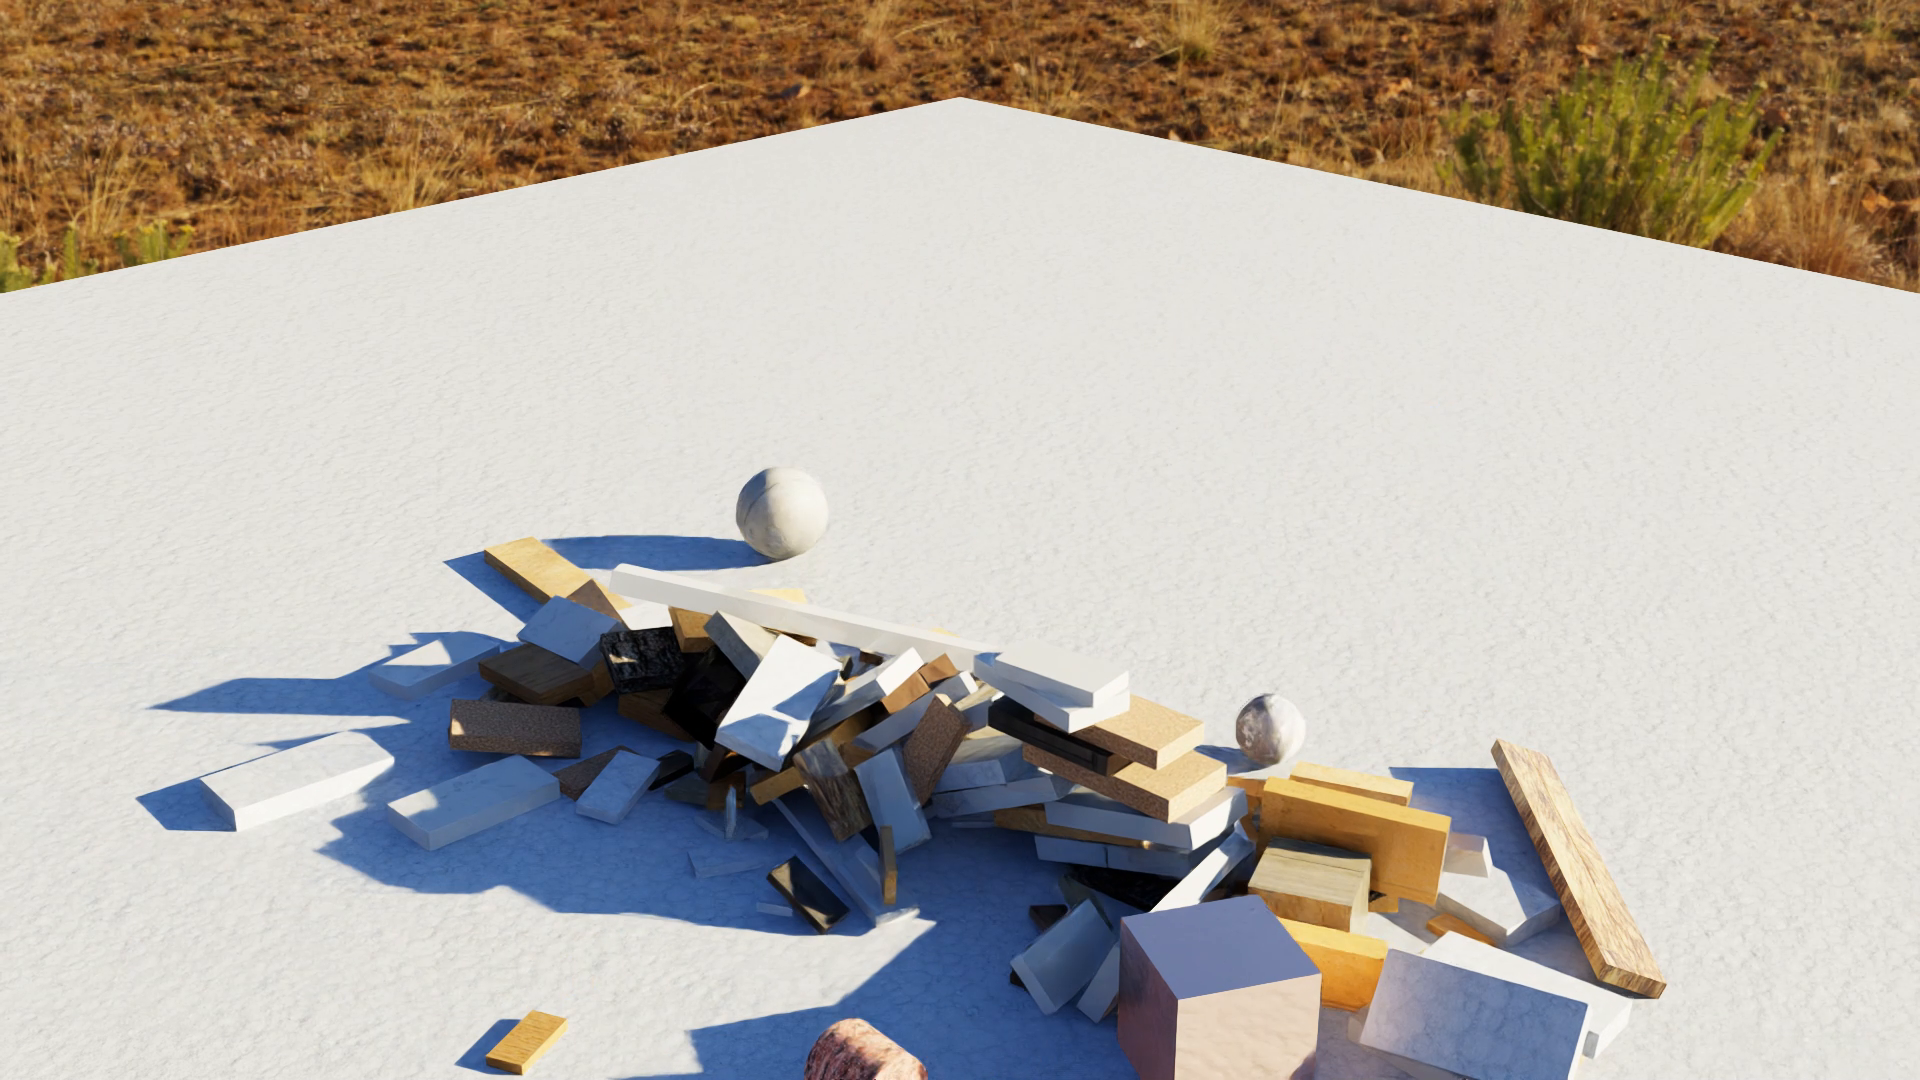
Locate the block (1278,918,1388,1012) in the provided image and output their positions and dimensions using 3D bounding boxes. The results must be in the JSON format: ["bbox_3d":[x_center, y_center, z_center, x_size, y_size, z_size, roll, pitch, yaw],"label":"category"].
[{"bbox_3d":[0.574,0.726,3.804,0.302,0.151,0.043,11,40,8],"label":"block"}]

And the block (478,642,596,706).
[{"bbox_3d":[-0.941,0.300,4.882,0.135,0.038,0.270,-22,27,-36],"label":"block"}]

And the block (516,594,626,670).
[{"bbox_3d":[-0.885,0.213,4.998,0.270,0.038,0.135,17,57,47],"label":"block"}]

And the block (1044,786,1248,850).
[{"bbox_3d":[0.346,0.498,4.111,0.346,0.049,0.173,4,20,43],"label":"block"}]

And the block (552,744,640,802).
[{"bbox_3d":[-0.751,0.485,4.584,0.186,0.026,0.093,-21,31,-40],"label":"block"}]

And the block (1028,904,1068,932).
[{"bbox_3d":[0.182,0.708,4.035,0.069,0.020,0.139,2,15,-19],"label":"block"}]

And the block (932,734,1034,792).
[{"bbox_3d":[0.011,0.444,4.365,0.346,0.049,0.173,-13,8,43],"label":"block"}]

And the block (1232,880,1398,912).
[{"bbox_3d":[0.670,0.638,4.145,0.302,0.043,0.151,-2,28,11],"label":"block"}]

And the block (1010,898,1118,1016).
[{"bbox_3d":[0.190,0.736,3.893,0.032,0.113,0.225,-37,-5,40],"label":"block"}]

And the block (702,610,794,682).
[{"bbox_3d":[-0.398,0.256,4.677,0.173,0.049,0.347,47,8,25],"label":"block"}]

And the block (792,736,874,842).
[{"bbox_3d":[-0.246,0.487,4.293,0.027,0.190,0.095,-33,-6,38],"label":"block"}]

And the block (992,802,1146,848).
[{"bbox_3d":[0.252,0.521,4.282,0.346,0.049,0.173,2,19,40],"label":"block"}]

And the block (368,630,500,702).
[{"bbox_3d":[-1.202,0.287,5.035,0.135,0.038,0.270,17,28,34],"label":"block"}]

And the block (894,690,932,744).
[{"bbox_3d":[0.034,0.412,4.728,0.344,0.049,0.172,11,25,24],"label":"block"}]

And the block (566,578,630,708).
[{"bbox_3d":[-0.845,0.232,5.022,0.180,0.051,0.359,-37,35,-8],"label":"block"}]

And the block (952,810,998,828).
[{"bbox_3d":[0.029,0.561,4.421,0.091,0.013,0.045,0,23,-1],"label":"block"}]

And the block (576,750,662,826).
[{"bbox_3d":[-0.697,0.504,4.493,0.095,0.027,0.190,14,34,16],"label":"block"}]

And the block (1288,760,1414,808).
[{"bbox_3d":[0.797,0.503,4.484,0.238,0.034,0.119,10,11,16],"label":"block"}]

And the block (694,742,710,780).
[{"bbox_3d":[-0.533,0.469,4.593,0.014,0.050,0.101,-34,21,10],"label":"block"}]

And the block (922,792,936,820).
[{"bbox_3d":[-0.137,0.520,4.467,0.204,0.029,0.102,19,30,38],"label":"block"}]

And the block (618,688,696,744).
[{"bbox_3d":[-0.591,0.296,4.869,0.180,0.051,0.359,21,37,11],"label":"block"}]

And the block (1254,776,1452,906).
[{"bbox_3d":[0.716,0.549,4.021,0.335,0.167,0.047,12,32,17],"label":"block"}]

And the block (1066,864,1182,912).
[{"bbox_3d":[0.315,0.647,4.199,0.203,0.029,0.102,19,29,37],"label":"block"}]

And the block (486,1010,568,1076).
[{"bbox_3d":[-0.733,0.851,3.729,0.071,0.020,0.142,9,25,20],"label":"block"}]

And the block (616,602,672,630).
[{"bbox_3d":[-0.641,0.247,5.058,0.180,0.051,0.359,-16,35,-33],"label":"block"}]

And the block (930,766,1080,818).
[{"bbox_3d":[0.120,0.471,4.292,0.173,0.049,0.346,-24,5,-43],"label":"block"}]

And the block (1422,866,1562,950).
[{"bbox_3d":[0.961,0.661,4.147,0.151,0.043,0.302,-17,28,-34],"label":"block"}]

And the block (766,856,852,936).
[{"bbox_3d":[-0.282,0.659,4.088,0.151,0.021,0.076,42,39,16],"label":"block"}]

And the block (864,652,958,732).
[{"bbox_3d":[-0.117,0.322,4.592,0.165,0.047,0.330,-32,-3,-16],"label":"block"}]

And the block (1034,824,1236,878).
[{"bbox_3d":[0.336,0.573,4.223,0.346,0.049,0.173,1,18,37],"label":"block"}]

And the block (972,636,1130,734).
[{"bbox_3d":[0.169,0.268,4.121,0.144,0.041,0.287,-17,29,-33],"label":"block"}]

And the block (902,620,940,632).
[{"bbox_3d":[-0.134,0.231,5.181,0.190,0.027,0.095,-8,24,-17],"label":"block"}]

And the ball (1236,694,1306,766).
[{"bbox_3d":[0.654,0.400,4.628,0.149,0.149,0.149,0,23,0],"label":"ball"}]

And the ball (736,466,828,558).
[{"bbox_3d":[-0.455,-0.070,5.623,0.238,0.238,0.238,0,23,0],"label":"ball"}]

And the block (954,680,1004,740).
[{"bbox_3d":[0.176,0.438,4.551,0.473,0.049,0.172,24,40,31],"label":"block"}]

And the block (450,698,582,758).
[{"bbox_3d":[-0.946,0.401,4.681,0.270,0.038,0.135,6,27,-16],"label":"block"}]

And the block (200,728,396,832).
[{"bbox_3d":[-1.366,0.491,4.541,0.344,0.049,0.172,-18,29,-36],"label":"block"}]

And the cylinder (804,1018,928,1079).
[{"bbox_3d":[-0.150,0.866,3.538,0.142,0.142,0.142,-19,29,-37],"label":"cylinder"}]

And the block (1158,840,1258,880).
[{"bbox_3d":[0.486,0.606,4.168,0.203,0.029,0.102,-4,20,23],"label":"block"}]

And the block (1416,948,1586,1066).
[{"bbox_3d":[0.901,0.794,3.712,0.328,0.046,0.164,17,19,30],"label":"block"}]

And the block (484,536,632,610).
[{"bbox_3d":[-0.958,0.130,5.406,0.135,0.038,0.680,-16,28,-33],"label":"block"}]

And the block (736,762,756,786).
[{"bbox_3d":[-0.468,0.471,4.579,0.074,0.021,0.148,-28,29,-2],"label":"block"}]

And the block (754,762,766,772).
[{"bbox_3d":[-0.346,0.498,4.550,0.102,0.029,0.204,-15,27,-31],"label":"block"}]

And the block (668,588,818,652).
[{"bbox_3d":[-0.484,0.178,4.904,0.307,0.043,0.153,-2,39,-22],"label":"block"}]

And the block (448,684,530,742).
[{"bbox_3d":[-0.995,0.377,4.823,0.135,0.038,0.270,7,24,16],"label":"block"}]

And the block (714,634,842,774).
[{"bbox_3d":[-0.361,0.324,4.405,0.144,0.041,0.288,26,46,5],"label":"block"}]
